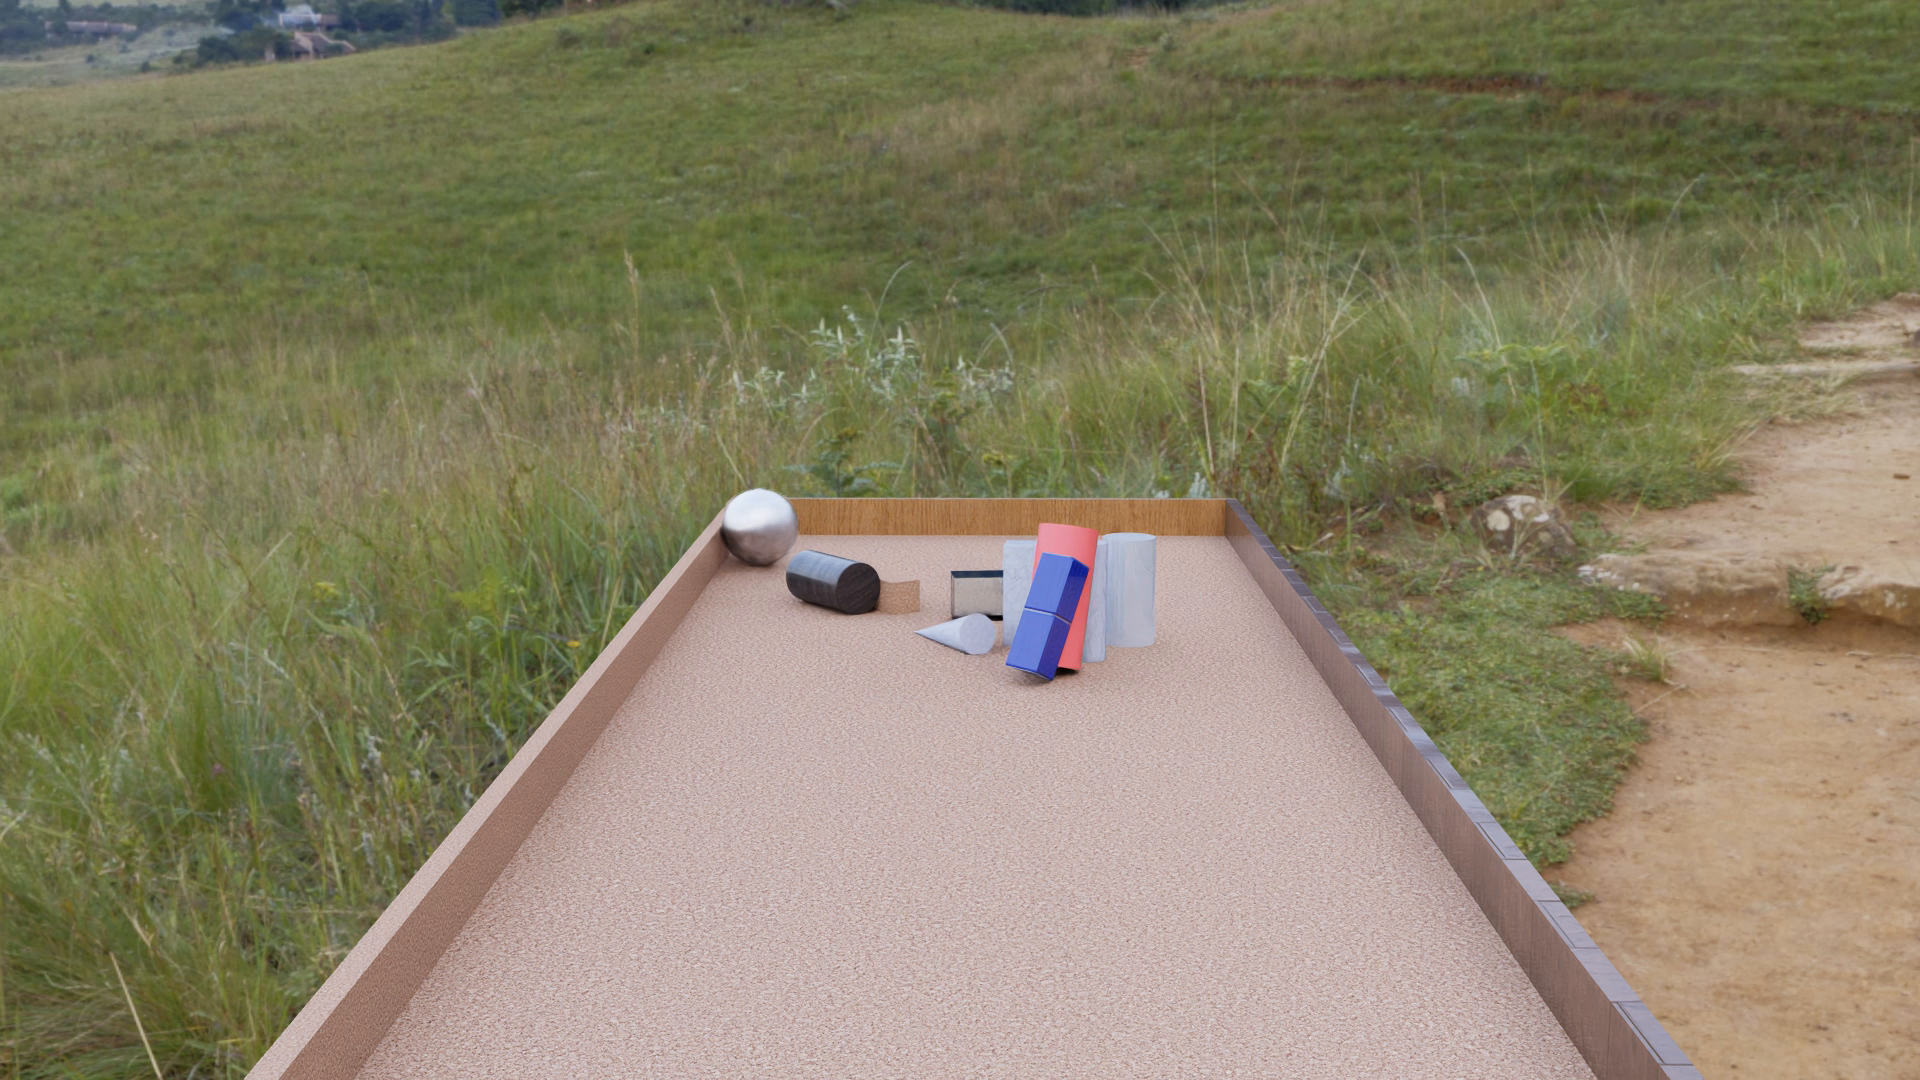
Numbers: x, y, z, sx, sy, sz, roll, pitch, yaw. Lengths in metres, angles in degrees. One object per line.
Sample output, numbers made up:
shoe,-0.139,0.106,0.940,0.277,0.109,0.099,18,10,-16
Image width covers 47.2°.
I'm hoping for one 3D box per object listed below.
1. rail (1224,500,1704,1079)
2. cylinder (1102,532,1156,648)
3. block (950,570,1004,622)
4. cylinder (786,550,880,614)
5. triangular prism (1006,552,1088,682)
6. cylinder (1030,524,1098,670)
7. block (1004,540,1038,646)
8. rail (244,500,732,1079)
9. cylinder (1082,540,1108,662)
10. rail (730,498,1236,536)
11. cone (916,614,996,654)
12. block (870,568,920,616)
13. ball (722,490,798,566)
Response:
rail,1.046,0.843,3.208,0.050,0.150,12.000,0,9,1
cylinder,0.532,0.157,6.944,0.169,0.337,0.169,0,9,0
block,0.170,0.185,7.376,0.392,0.146,0.146,-1,9,-5
cylinder,-0.436,0.143,7.538,0.178,0.178,0.328,-6,11,-35
triangular prism,0.242,0.215,6.389,0.125,0.351,0.144,16,-6,26
cylinder,0.296,0.168,6.525,0.179,0.414,0.179,8,-4,0
block,0.203,0.168,6.932,0.123,0.319,0.123,1,9,6
rail,-1.004,0.839,3.234,0.050,0.150,12.000,0,9,1
cylinder,0.386,0.184,6.694,0.122,0.359,0.122,1,8,0
rail,0.099,-0.098,9.147,2.100,0.150,0.050,0,9,1
cone,-0.049,0.294,6.951,0.129,0.129,0.410,-5,2,-30
block,-0.299,0.168,7.600,0.110,0.110,0.412,-6,11,-34
ball,-0.764,-0.049,8.391,0.290,0.290,0.290,0,9,0
